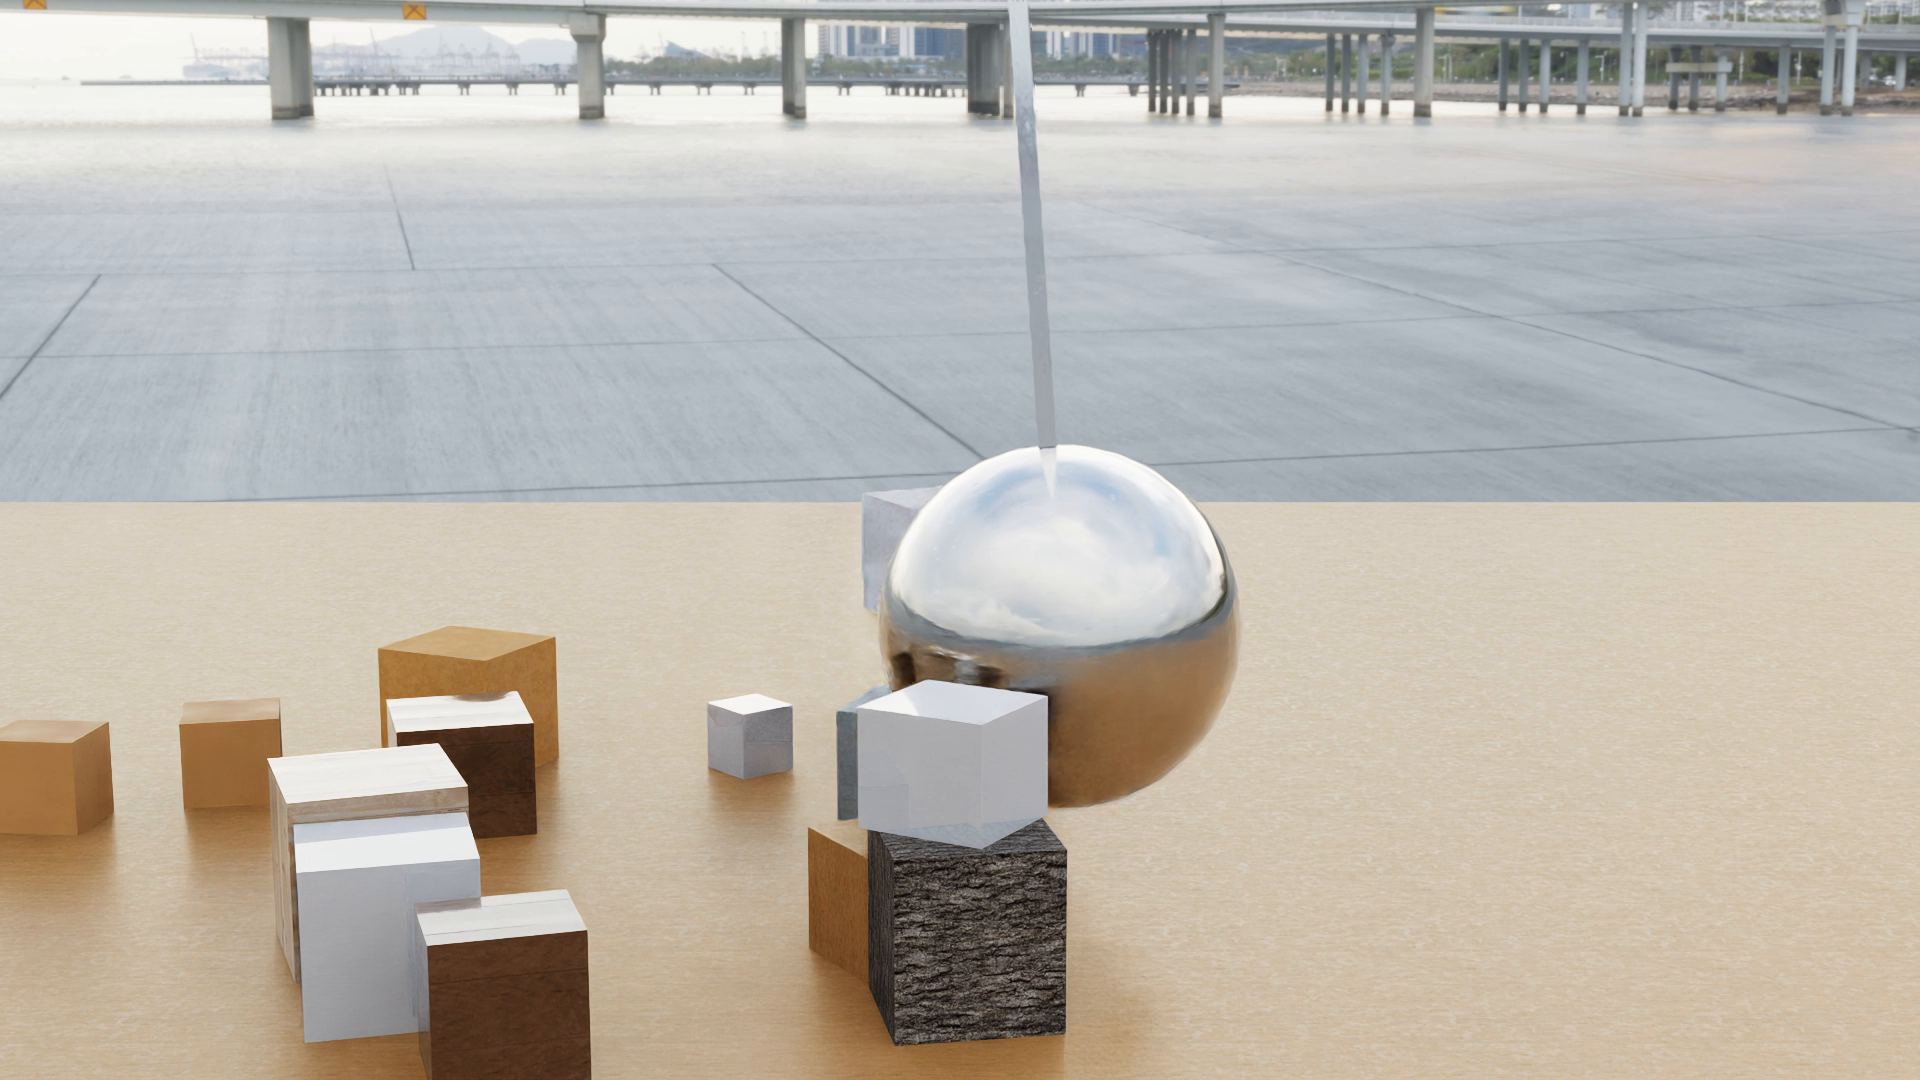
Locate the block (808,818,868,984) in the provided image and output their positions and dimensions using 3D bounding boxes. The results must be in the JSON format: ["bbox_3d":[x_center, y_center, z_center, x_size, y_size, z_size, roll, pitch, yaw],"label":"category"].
[{"bbox_3d":[-0.245,1.423,10.308,0.547,0.512,0.522,-6,12,-30],"label":"block"}]

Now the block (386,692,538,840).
[{"bbox_3d":[-2.368,1.072,12.168,0.624,0.537,0.645,-3,11,-16],"label":"block"}]

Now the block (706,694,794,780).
[{"bbox_3d":[-1.073,1.002,13.114,0.309,0.338,0.320,-8,13,-39],"label":"block"}]

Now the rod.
[{"bbox_3d":[0.190,-2.958,10.642,0.080,5.200,0.080,-4,10,1],"label":"rod"}]

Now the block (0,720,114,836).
[{"bbox_3d":[-4.325,1.121,12.157,0.456,0.445,0.404,1,10,6],"label":"block"}]

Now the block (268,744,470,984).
[{"bbox_3d":[-2.392,1.295,10.394,0.697,0.733,0.701,-4,11,-20],"label":"block"}]

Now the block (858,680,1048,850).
[{"bbox_3d":[-0.024,0.837,9.690,0.533,0.468,0.510,6,12,30],"label":"block"}]

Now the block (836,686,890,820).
[{"bbox_3d":[-0.184,1.043,12.341,0.656,0.532,0.561,3,11,18],"label":"block"}]

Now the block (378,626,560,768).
[{"bbox_3d":[-2.513,0.839,13.150,0.657,0.644,0.615,5,11,25],"label":"block"}]

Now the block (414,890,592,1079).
[{"bbox_3d":[-1.636,1.610,9.157,0.552,0.556,0.477,-3,11,-17],"label":"block"}]

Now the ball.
[{"bbox_3d":[0.437,0.378,11.249,1.600,1.600,1.600,0,10,0],"label":"ball"}]

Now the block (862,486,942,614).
[{"bbox_3d":[-0.113,0.071,12.867,0.570,0.588,0.541,-6,12,-29],"label":"block"}]

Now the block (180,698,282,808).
[{"bbox_3d":[-3.584,1.045,12.642,0.463,0.421,0.452,-3,11,-14],"label":"block"}]

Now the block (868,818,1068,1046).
[{"bbox_3d":[0.018,1.436,9.683,0.641,0.709,0.633,-2,10,-11],"label":"block"}]

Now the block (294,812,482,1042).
[{"bbox_3d":[-2.171,1.456,9.737,0.655,0.650,0.623,-3,11,-15],"label":"block"}]
